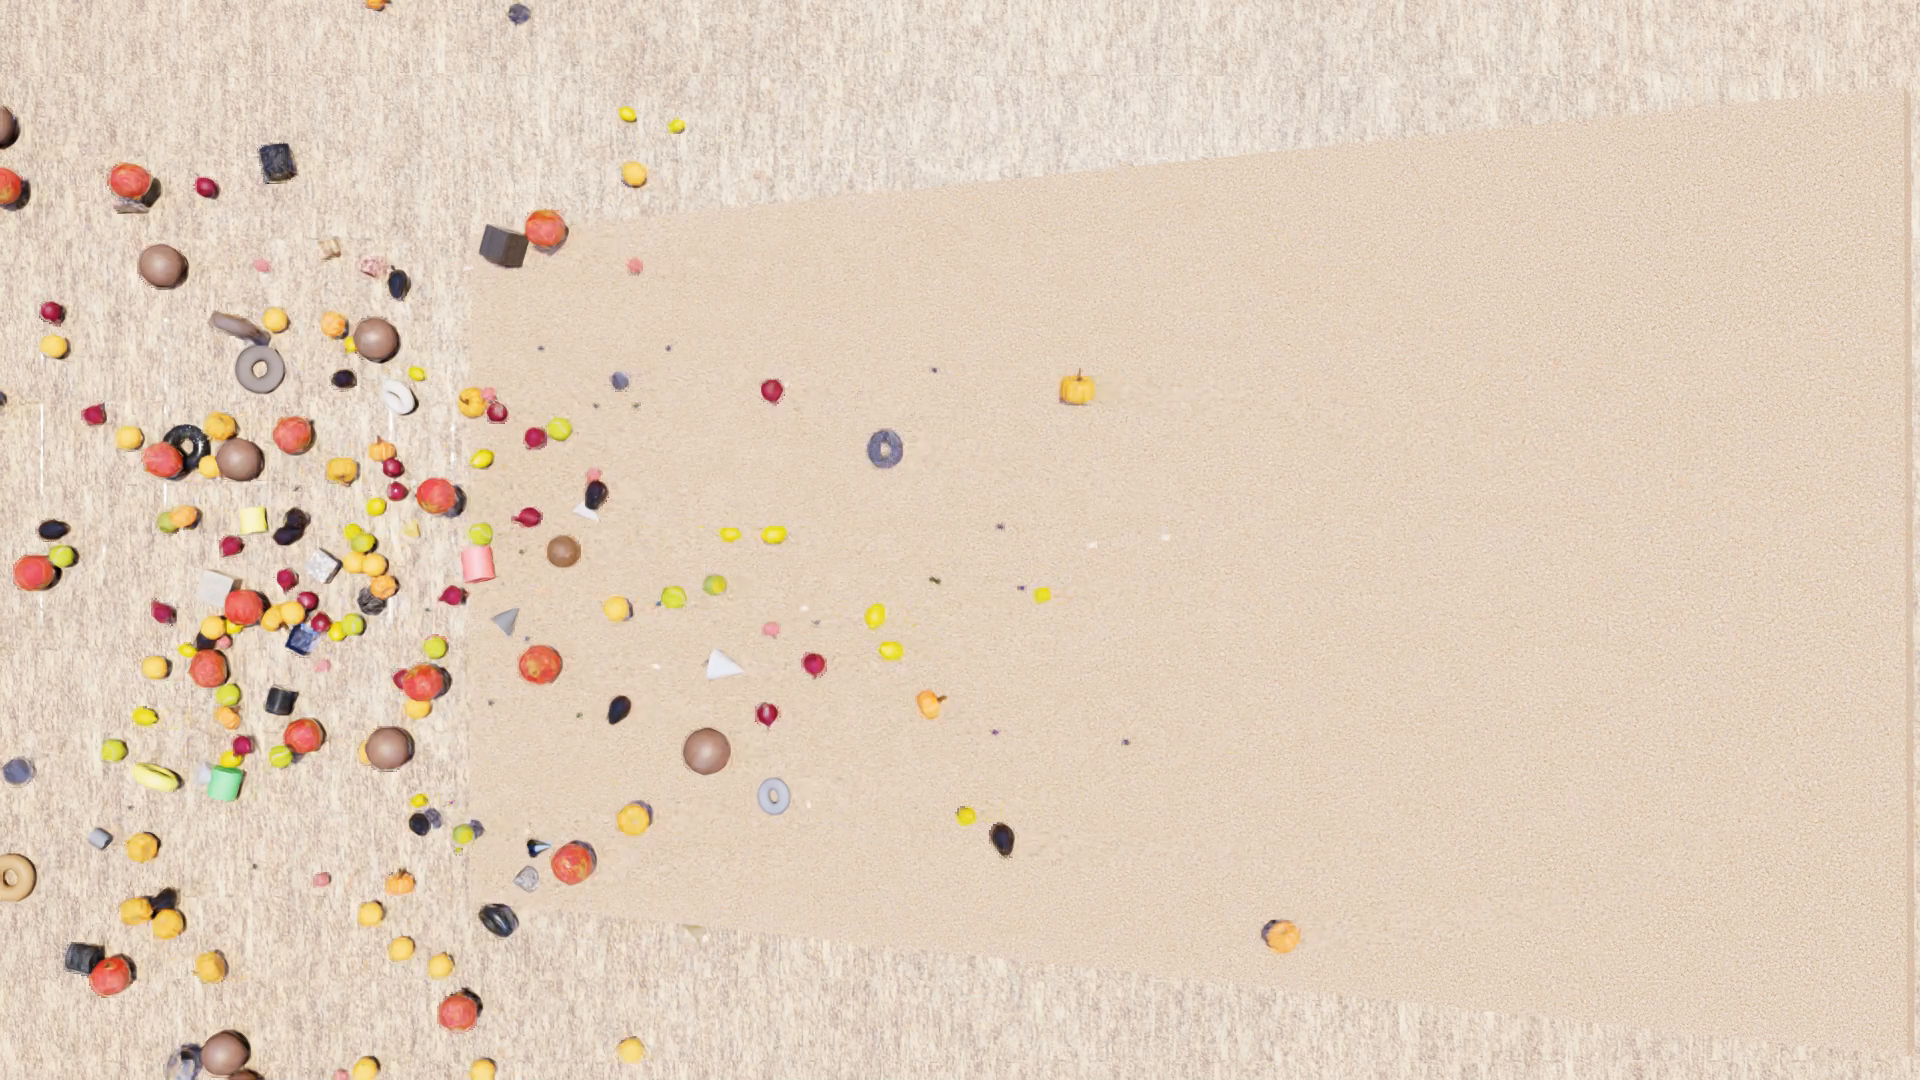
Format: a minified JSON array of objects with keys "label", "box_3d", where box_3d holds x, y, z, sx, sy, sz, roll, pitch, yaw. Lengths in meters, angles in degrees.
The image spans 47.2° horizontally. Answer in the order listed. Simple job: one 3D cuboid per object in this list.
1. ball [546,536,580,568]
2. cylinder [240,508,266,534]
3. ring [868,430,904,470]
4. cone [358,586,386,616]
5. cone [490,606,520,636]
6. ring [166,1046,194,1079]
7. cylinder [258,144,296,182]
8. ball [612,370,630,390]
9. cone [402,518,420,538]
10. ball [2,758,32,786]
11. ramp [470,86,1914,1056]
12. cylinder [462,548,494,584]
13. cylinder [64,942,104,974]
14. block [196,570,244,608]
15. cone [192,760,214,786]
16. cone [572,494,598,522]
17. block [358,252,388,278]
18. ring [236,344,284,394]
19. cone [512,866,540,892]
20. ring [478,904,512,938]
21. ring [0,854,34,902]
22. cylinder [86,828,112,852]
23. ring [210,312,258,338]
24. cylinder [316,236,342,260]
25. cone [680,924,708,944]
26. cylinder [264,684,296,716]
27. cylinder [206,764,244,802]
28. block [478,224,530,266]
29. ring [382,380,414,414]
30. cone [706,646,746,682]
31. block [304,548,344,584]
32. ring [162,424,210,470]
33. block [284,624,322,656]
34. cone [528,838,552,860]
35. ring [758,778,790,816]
[{"label":"ball","box_3d":[-1.148,0.035,6.355,0.095,0.095,0.095,0,89,0]},{"label":"cylinder","box_3d":[-2.138,-0.059,6.653,0.073,0.073,0.073,-5,90,0]},{"label":"ring","box_3d":[-0.198,-0.240,5.816,0.108,0.036,0.108,0,90,30]},{"label":"cone","box_3d":[-1.792,0.191,6.638,0.090,0.090,0.090,1,97,6]},{"label":"cone","box_3d":[-1.331,0.226,6.497,0.083,0.083,0.083,44,83,0]},{"label":"ring","box_3d":[-2.337,1.581,6.588,0.041,0.124,0.124,24,89,-43]},{"label":"cylinder","box_3d":[-2.065,-1.142,6.654,0.091,0.091,0.091,-14,87,0]},{"label":"ball","box_3d":[-0.967,-0.456,6.272,0.056,0.056,0.056,0,89,0]},{"label":"cone","box_3d":[-1.661,-0.044,6.680,0.056,0.056,0.056,12,63,0]},{"label":"ball","box_3d":[-2.848,0.699,6.643,0.085,0.085,0.085,0,89,0]},{"label":"ramp","box_3d":[0.265,0.073,5.612,4.000,0.100,2.000,0,89,31]},{"label":"cylinder","box_3d":[-1.432,0.076,6.528,0.089,0.089,0.089,-8,78,0]},{"label":"cylinder","box_3d":[-2.642,1.263,6.631,0.080,0.080,0.080,12,89,10]},{"label":"block","box_3d":[-2.238,0.147,6.645,0.092,0.092,0.092,18,89,0]},{"label":"cone","box_3d":[-2.269,0.719,6.666,0.085,0.085,0.085,26,89,-26]},{"label":"cone","box_3d":[-1.066,-0.078,6.341,0.078,0.078,0.078,-41,95,0]},{"label":"block","box_3d":[-1.779,-0.830,6.658,0.054,0.054,0.054,20,84,33]},{"label":"ring","box_3d":[-2.125,-0.519,6.672,0.149,0.050,0.149,0,89,1]},{"label":"cone","box_3d":[-1.287,0.996,6.440,0.079,0.079,0.079,0,89,31]},{"label":"ring","box_3d":[-1.387,1.139,6.568,0.122,0.122,0.041,42,58,0]},{"label":"ring","box_3d":[-2.874,1.024,6.659,0.146,0.049,0.146,0,90,1]},{"label":"cylinder","box_3d":[-2.604,0.906,6.657,0.053,0.053,0.053,34,90,0]},{"label":"ring","box_3d":[-2.153,-0.638,6.519,0.141,0.141,0.047,19,92,0]},{"label":"cylinder","box_3d":[-1.914,-0.886,6.672,0.055,0.055,0.055,-18,89,1]},{"label":"cone","box_3d":[-0.789,1.188,6.659,0.096,0.096,0.096,-12,116,0]},{"label":"cylinder","box_3d":[-2.056,0.485,6.648,0.077,0.077,0.077,16,90,0]},{"label":"cylinder","box_3d":[-2.217,0.733,6.634,0.086,0.086,0.086,17,94,0]},{"label":"block","box_3d":[-1.344,-0.868,6.483,0.093,0.093,0.093,24,102,29]},{"label":"ring","box_3d":[-1.699,-0.432,6.648,0.118,0.118,0.039,41,51,0]},{"label":"cone","box_3d":[-0.638,0.354,6.072,0.100,0.100,0.100,12,89,4]},{"label":"block","box_3d":[-1.925,0.079,6.653,0.076,0.076,0.076,37,90,0]},{"label":"ring","box_3d":[-2.349,-0.281,6.671,0.143,0.048,0.143,0,90,-1]},{"label":"block","box_3d":[-1.987,0.302,6.651,0.068,0.068,0.068,27,96,1]},{"label":"cone","box_3d":[-1.223,0.898,6.431,0.065,0.065,0.065,-9,89,4]},{"label":"ring","box_3d":[-0.507,0.700,5.996,0.103,0.034,0.103,0,91,30]}]
